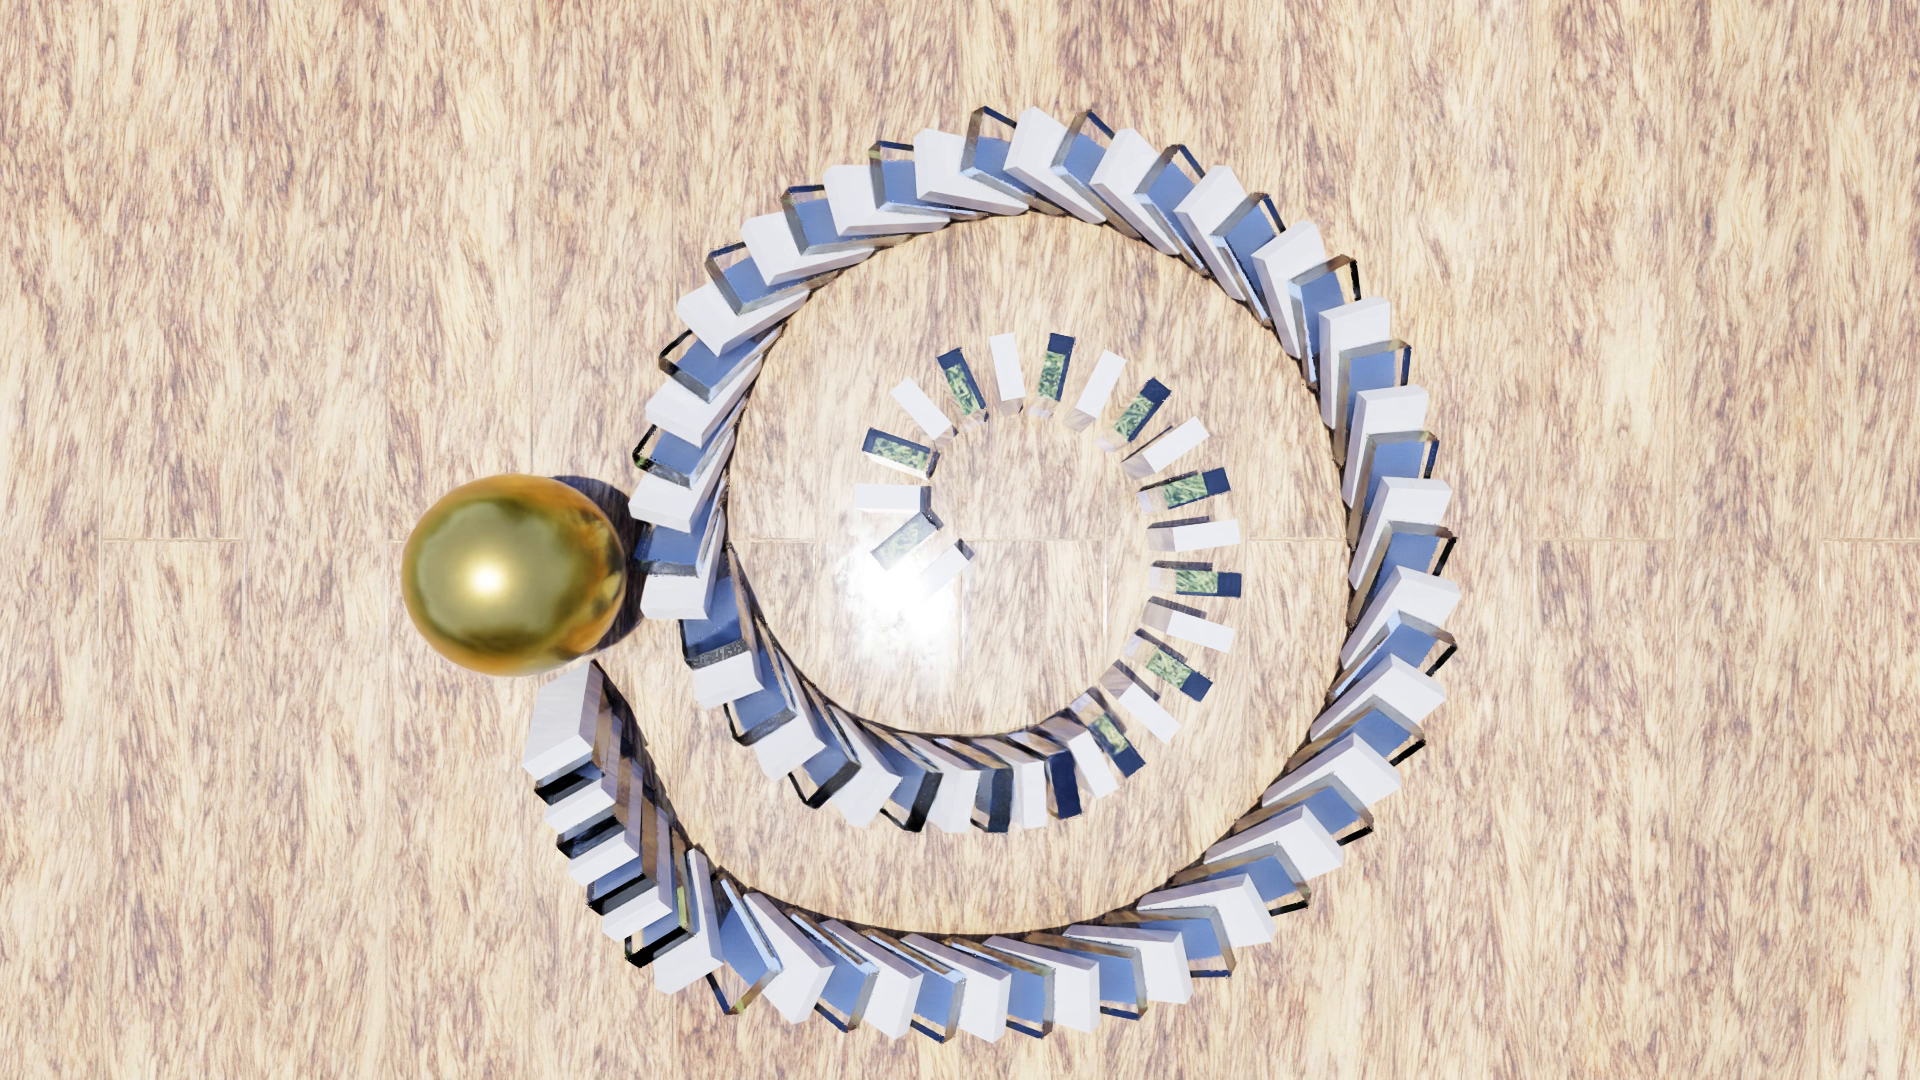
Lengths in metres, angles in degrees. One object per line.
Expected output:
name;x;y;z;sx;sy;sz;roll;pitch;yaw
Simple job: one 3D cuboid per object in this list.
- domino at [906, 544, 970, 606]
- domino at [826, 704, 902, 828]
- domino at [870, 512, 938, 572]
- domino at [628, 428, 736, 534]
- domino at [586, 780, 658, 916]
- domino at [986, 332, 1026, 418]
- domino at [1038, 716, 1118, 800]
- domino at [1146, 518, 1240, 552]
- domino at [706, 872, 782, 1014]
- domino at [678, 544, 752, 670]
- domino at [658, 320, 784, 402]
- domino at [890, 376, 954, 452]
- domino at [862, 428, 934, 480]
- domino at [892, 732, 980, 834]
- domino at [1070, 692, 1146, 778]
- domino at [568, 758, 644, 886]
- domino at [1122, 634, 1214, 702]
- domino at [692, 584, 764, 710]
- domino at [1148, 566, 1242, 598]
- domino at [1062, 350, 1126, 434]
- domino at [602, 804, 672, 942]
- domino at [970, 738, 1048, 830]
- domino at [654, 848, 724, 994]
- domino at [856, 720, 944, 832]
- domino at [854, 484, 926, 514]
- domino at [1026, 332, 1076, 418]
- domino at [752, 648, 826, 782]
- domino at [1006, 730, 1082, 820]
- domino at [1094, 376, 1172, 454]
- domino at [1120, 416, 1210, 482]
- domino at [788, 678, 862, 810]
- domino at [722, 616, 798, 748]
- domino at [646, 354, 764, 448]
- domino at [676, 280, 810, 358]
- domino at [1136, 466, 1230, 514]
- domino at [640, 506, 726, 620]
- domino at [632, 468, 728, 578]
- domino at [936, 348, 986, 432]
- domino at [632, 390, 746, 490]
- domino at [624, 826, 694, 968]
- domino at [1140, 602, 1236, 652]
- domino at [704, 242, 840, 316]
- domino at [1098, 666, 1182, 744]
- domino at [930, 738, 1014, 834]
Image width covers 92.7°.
domino;-0.009;0.014;0.375;0.025;0.050;0.009;-41;90;0
domino;-0.047;0.092;0.379;0.025;0.050;0.010;-54;135;0
domino;-0.022;0.000;0.375;0.025;0.050;0.009;-40;90;0
domino;-0.115;-0.028;0.382;0.025;0.010;0.050;15;56;0
domino;-0.139;0.125;0.377;0.025;0.050;0.010;-30;126;0
domino;0.018;-0.066;0.375;0.009;0.050;0.025;-11;90;0
domino;0.047;0.088;0.375;0.009;0.050;0.025;-28;90;-9
domino;0.094;-0.002;0.375;0.025;0.050;0.010;-8;90;0
domino;-0.097;0.167;0.382;0.025;0.010;0.050;-46;54;0
domino;-0.104;0.027;0.381;0.025;0.009;0.050;-20;54;0
domino;-0.099;-0.082;0.382;0.025;0.009;0.050;35;56;0
domino;-0.015;-0.050;0.375;0.010;0.050;0.025;-43;90;0
domino;-0.024;-0.035;0.375;0.025;0.050;0.009;19;90;0
domino;-0.013;0.099;0.377;0.009;0.050;0.025;12;90;-37
domino;0.059;0.079;0.375;0.010;0.050;0.025;-38;90;-1
domino;-0.145;0.114;0.376;0.025;0.050;0.010;-29;122;0
domino;0.084;0.052;0.375;0.025;0.050;0.010;33;90;0
domino;-0.099;0.043;0.381;0.025;0.009;0.050;-21;53;0
domino;0.095;0.017;0.375;0.025;0.050;0.009;3;90;0
domino;0.054;-0.060;0.375;0.010;0.050;0.025;27;90;0
domino;-0.133;0.136;0.377;0.025;0.050;0.010;-30;126;0
domino;0.019;0.098;0.375;0.010;0.050;0.025;-3;90;-23
domino;-0.115;0.157;0.379;0.025;0.050;0.010;-30;134;1
domino;-0.030;0.097;0.378;0.009;0.050;0.025;21;90;-41
domino;-0.028;-0.017;0.375;0.025;0.050;0.009;2;90;0
domino;0.037;-0.066;0.375;0.009;0.050;0.025;13;90;0
domino;-0.076;0.072;0.380;0.025;0.010;0.050;-35;50;0
domino;0.033;0.095;0.375;0.010;0.050;0.025;-11;90;-16
domino;0.070;-0.050;0.375;0.010;0.050;0.025;38;90;0
domino;0.082;-0.037;0.375;0.025;0.050;0.009;-35;90;0
domino;-0.063;0.084;0.380;0.025;0.010;0.050;-43;48;0
domino;-0.087;0.058;0.381;0.025;0.009;0.050;-31;52;0
domino;-0.106;-0.064;0.382;0.025;0.009;0.050;27;56;0
domino;-0.090;-0.099;0.382;0.025;0.010;0.050;46;55;0
domino;0.090;-0.020;0.375;0.025;0.050;0.010;-17;90;0
domino;-0.115;0.009;0.382;0.025;0.009;0.050;0;55;0
domino;-0.116;-0.009;0.382;0.025;0.009;0.050;6;56;1
domino;0.001;-0.060;0.375;0.009;0.050;0.025;-25;90;0
domino;-0.112;-0.047;0.382;0.025;0.010;0.050;22;56;0
domino;-0.125;0.146;0.377;0.025;0.050;0.009;-31;128;0
domino;0.092;0.035;0.375;0.025;0.050;0.010;17;90;0
domino;-0.078;-0.114;0.382;0.050;0.009;0.025;-33;89;-34
domino;0.072;0.066;0.375;0.025;0.050;0.009;42;90;0
domino;0.003;0.100;0.376;0.009;0.050;0.025;5;90;-31
